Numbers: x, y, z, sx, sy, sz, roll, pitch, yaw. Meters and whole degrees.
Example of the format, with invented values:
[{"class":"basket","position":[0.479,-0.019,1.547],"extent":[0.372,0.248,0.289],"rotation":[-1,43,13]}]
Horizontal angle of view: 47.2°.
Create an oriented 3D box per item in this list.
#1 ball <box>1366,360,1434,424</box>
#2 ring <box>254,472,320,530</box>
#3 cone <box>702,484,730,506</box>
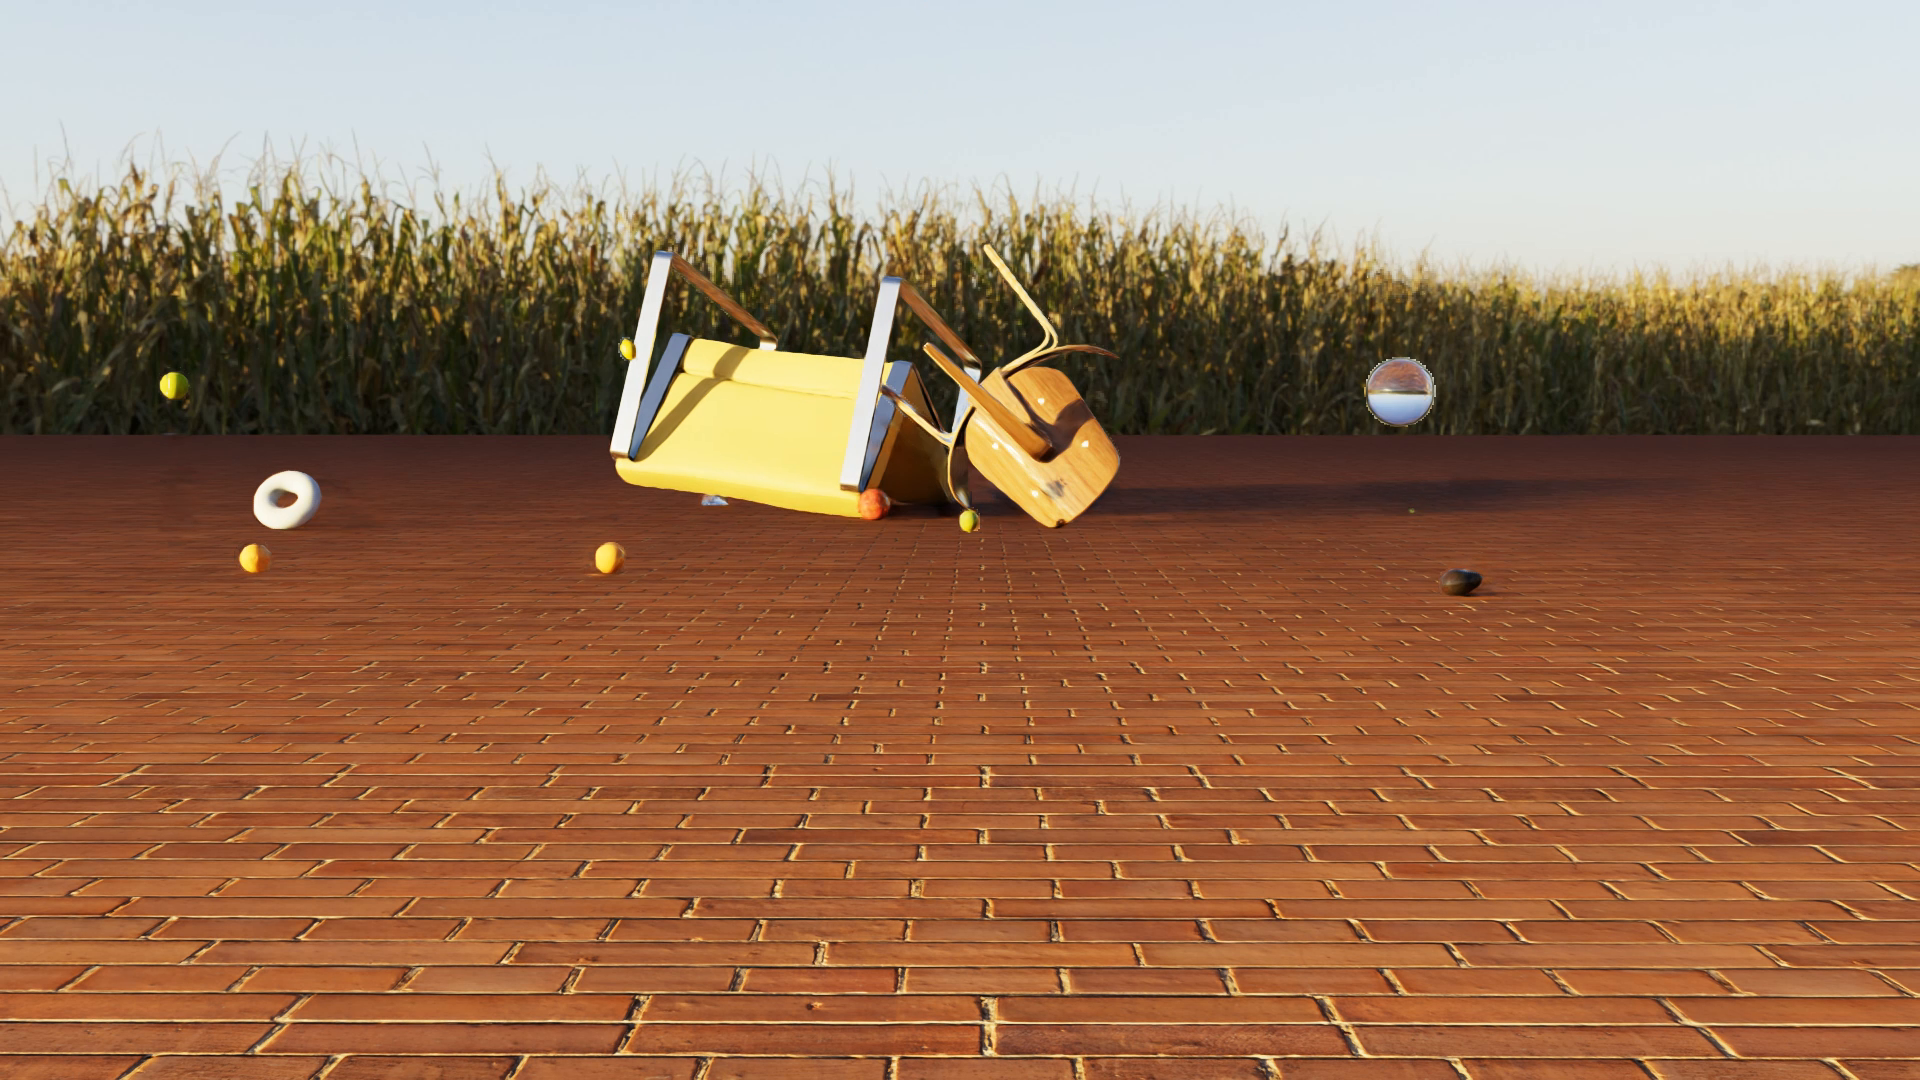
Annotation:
[{"class":"ball","position":[1.174,-0.395,5.869],"extent":[0.175,0.175,0.175],"rotation":[0,4,0]},{"class":"ring","position":[-2.158,-0.127,7.054],"extent":[0.217,0.217,0.066],"rotation":[-11,-33,-3]},{"class":"cone","position":[-0.923,-0.154,8.486],"extent":[0.114,0.083,0.091],"rotation":[-32,-45,31]}]
